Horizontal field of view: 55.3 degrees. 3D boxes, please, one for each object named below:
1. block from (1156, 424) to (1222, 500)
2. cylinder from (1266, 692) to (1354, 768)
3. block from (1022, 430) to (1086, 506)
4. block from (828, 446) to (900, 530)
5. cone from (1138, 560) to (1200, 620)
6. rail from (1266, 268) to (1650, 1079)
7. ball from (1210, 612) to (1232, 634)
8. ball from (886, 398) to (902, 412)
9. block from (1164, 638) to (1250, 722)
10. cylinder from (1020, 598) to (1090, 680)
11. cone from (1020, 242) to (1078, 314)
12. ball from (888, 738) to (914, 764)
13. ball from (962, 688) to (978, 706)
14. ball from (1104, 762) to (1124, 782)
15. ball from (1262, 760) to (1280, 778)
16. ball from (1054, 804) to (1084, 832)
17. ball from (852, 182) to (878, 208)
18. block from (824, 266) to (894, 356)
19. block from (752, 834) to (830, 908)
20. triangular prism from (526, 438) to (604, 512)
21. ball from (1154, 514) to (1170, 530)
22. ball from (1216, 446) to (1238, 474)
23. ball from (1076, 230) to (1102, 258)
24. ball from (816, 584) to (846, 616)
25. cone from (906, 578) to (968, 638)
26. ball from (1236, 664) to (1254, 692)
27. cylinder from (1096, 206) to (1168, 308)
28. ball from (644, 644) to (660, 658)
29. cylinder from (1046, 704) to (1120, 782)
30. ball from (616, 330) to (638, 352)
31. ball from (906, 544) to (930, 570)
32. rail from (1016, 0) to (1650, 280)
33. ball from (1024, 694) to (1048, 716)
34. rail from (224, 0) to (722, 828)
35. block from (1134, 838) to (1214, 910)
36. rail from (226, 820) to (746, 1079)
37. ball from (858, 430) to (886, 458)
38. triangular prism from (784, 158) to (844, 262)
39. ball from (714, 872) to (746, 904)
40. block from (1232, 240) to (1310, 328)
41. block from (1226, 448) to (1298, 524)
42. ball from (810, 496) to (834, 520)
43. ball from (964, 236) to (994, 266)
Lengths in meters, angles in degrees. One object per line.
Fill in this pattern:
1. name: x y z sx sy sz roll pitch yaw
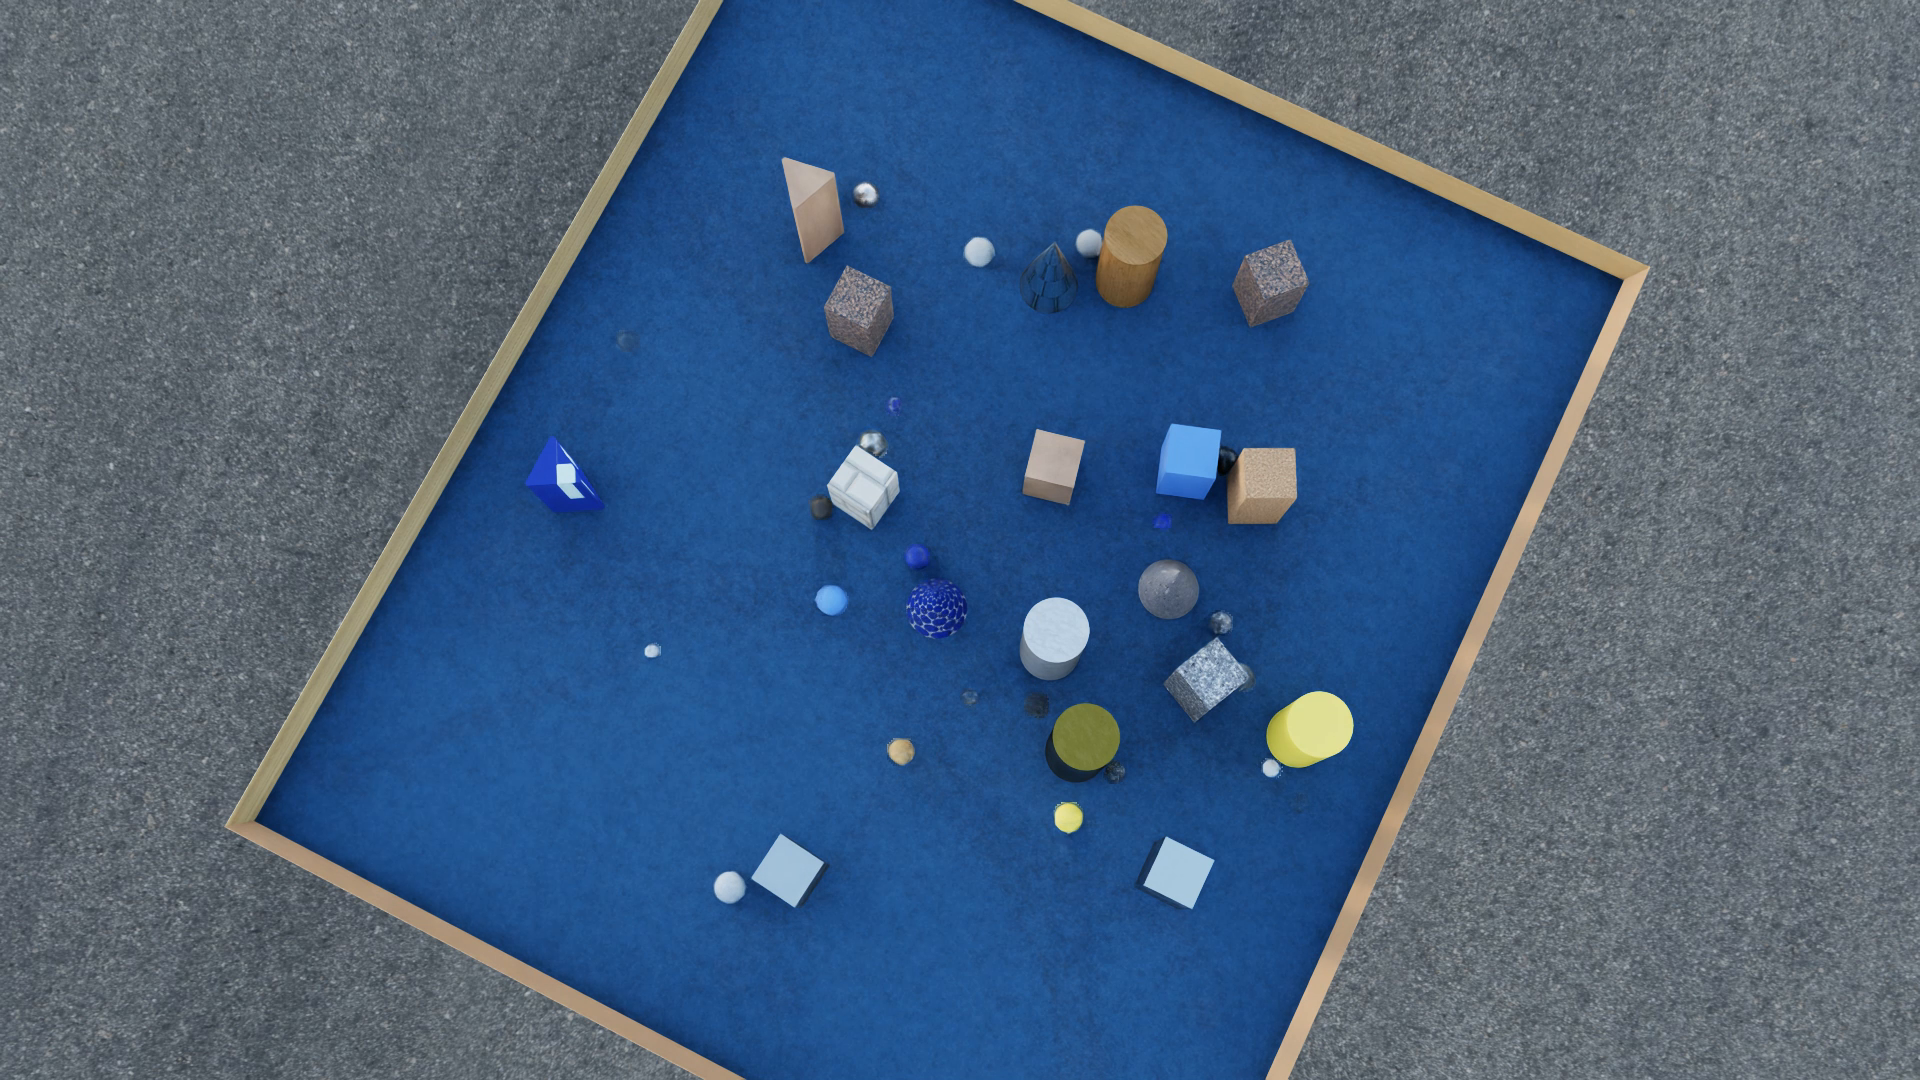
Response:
1. block: 0.687 -0.234 5.525 0.148 0.273 0.148 8 78 2
2. cylinder: 1.011 0.554 5.319 0.186 0.358 0.186 0 78 0
3. block: 0.282 -0.218 5.543 0.148 0.232 0.148 14 79 3
4. block: -0.289 -0.155 5.523 0.148 0.245 0.148 34 80 7
5. cone: 0.636 0.120 5.441 0.186 0.295 0.186 0 78 0
6. rail: 1.345 0.665 5.416 0.045 0.121 3.443 26 80 5
7. ball: 0.785 0.251 5.530 0.067 0.067 0.067 0 78 0
8. ball: -0.204 -0.418 5.678 0.048 0.048 0.048 0 78 0
9. block: 0.717 0.412 5.354 0.148 0.347 0.148 -37 81 -7
10. cylinder: 0.272 0.293 5.355 0.186 0.392 0.186 0 78 0
11. cone: 0.280 -0.842 5.594 0.186 0.385 0.186 0 78 0
12. ball: -0.174 0.630 5.447 0.077 0.077 0.077 0 78 0
13. ball: 0.029 0.470 5.494 0.050 0.050 0.050 0 78 0
14. ball: 0.460 0.687 5.444 0.059 0.059 0.059 0 78 0
15. ball: 0.924 0.680 5.449 0.053 0.053 0.053 0 78 0
16. ball: 0.320 0.819 5.403 0.086 0.086 0.086 0 78 0
17. ball: -0.300 -1.092 5.799 0.084 0.084 0.084 0 78 0
18. block: -0.307 -0.698 5.616 0.148 0.283 0.148 27 80 5
19. block: -0.486 0.957 5.290 0.148 0.251 0.148 32 80 6
20. triangular prism: -1.178 -0.197 5.475 0.161 0.357 0.139 -4 78 -1
21. ball: 0.616 -0.057 5.603 0.049 0.049 0.049 0 78 0
22. ball: 0.810 -0.244 5.622 0.087 0.087 0.087 0 78 0
23. ball: 0.408 -0.931 5.764 0.088 0.088 0.088 0 78 0
24. ball: -0.390 0.181 5.532 0.092 0.092 0.092 0 78 0
25. cone: -0.071 0.179 5.432 0.186 0.288 0.186 0 78 0
26. ball: 0.842 0.412 5.489 0.083 0.083 0.083 0 78 0
27. cylinder: 0.519 -0.861 5.597 0.186 0.387 0.186 0 78 0
28. ball: -0.929 0.335 5.525 0.043 0.043 0.043 0 78 0
29. cylinder: 0.347 0.587 5.262 0.186 0.457 0.186 0 78 0
30. ball: -1.037 -0.619 5.710 0.068 0.068 0.068 0 78 0
31. ball: -0.128 0.053 5.566 0.078 0.078 0.078 0 78 0
32. rail: 0.759 -1.481 5.860 3.055 0.121 0.045 26 80 5
33. ball: 0.228 0.493 5.479 0.069 0.069 0.069 0 78 0
34. rail: -1.345 -0.652 5.689 0.045 0.121 3.443 26 80 5
35. block: 0.610 0.959 5.258 0.148 0.313 0.148 26 79 5
36. rail: -0.759 1.493 5.245 3.055 0.121 0.045 26 80 5
37. ball: -0.270 -0.296 5.633 0.088 0.088 0.088 0 78 0
38. triangular prism: -0.473 -1.025 5.595 0.161 0.456 0.139 -42 81 -8
39. ball: -0.672 1.016 5.359 0.092 0.092 0.092 0 78 0
40. block: 0.954 -0.787 5.641 0.148 0.270 0.148 -20 79 -4
41. block: 0.897 -0.158 5.469 0.148 0.352 0.148 0 78 0
42. ball: -0.422 -0.097 5.597 0.073 0.073 0.073 0 78 0
43. ball: 0.061 -0.905 5.756 0.093 0.093 0.093 0 78 0
